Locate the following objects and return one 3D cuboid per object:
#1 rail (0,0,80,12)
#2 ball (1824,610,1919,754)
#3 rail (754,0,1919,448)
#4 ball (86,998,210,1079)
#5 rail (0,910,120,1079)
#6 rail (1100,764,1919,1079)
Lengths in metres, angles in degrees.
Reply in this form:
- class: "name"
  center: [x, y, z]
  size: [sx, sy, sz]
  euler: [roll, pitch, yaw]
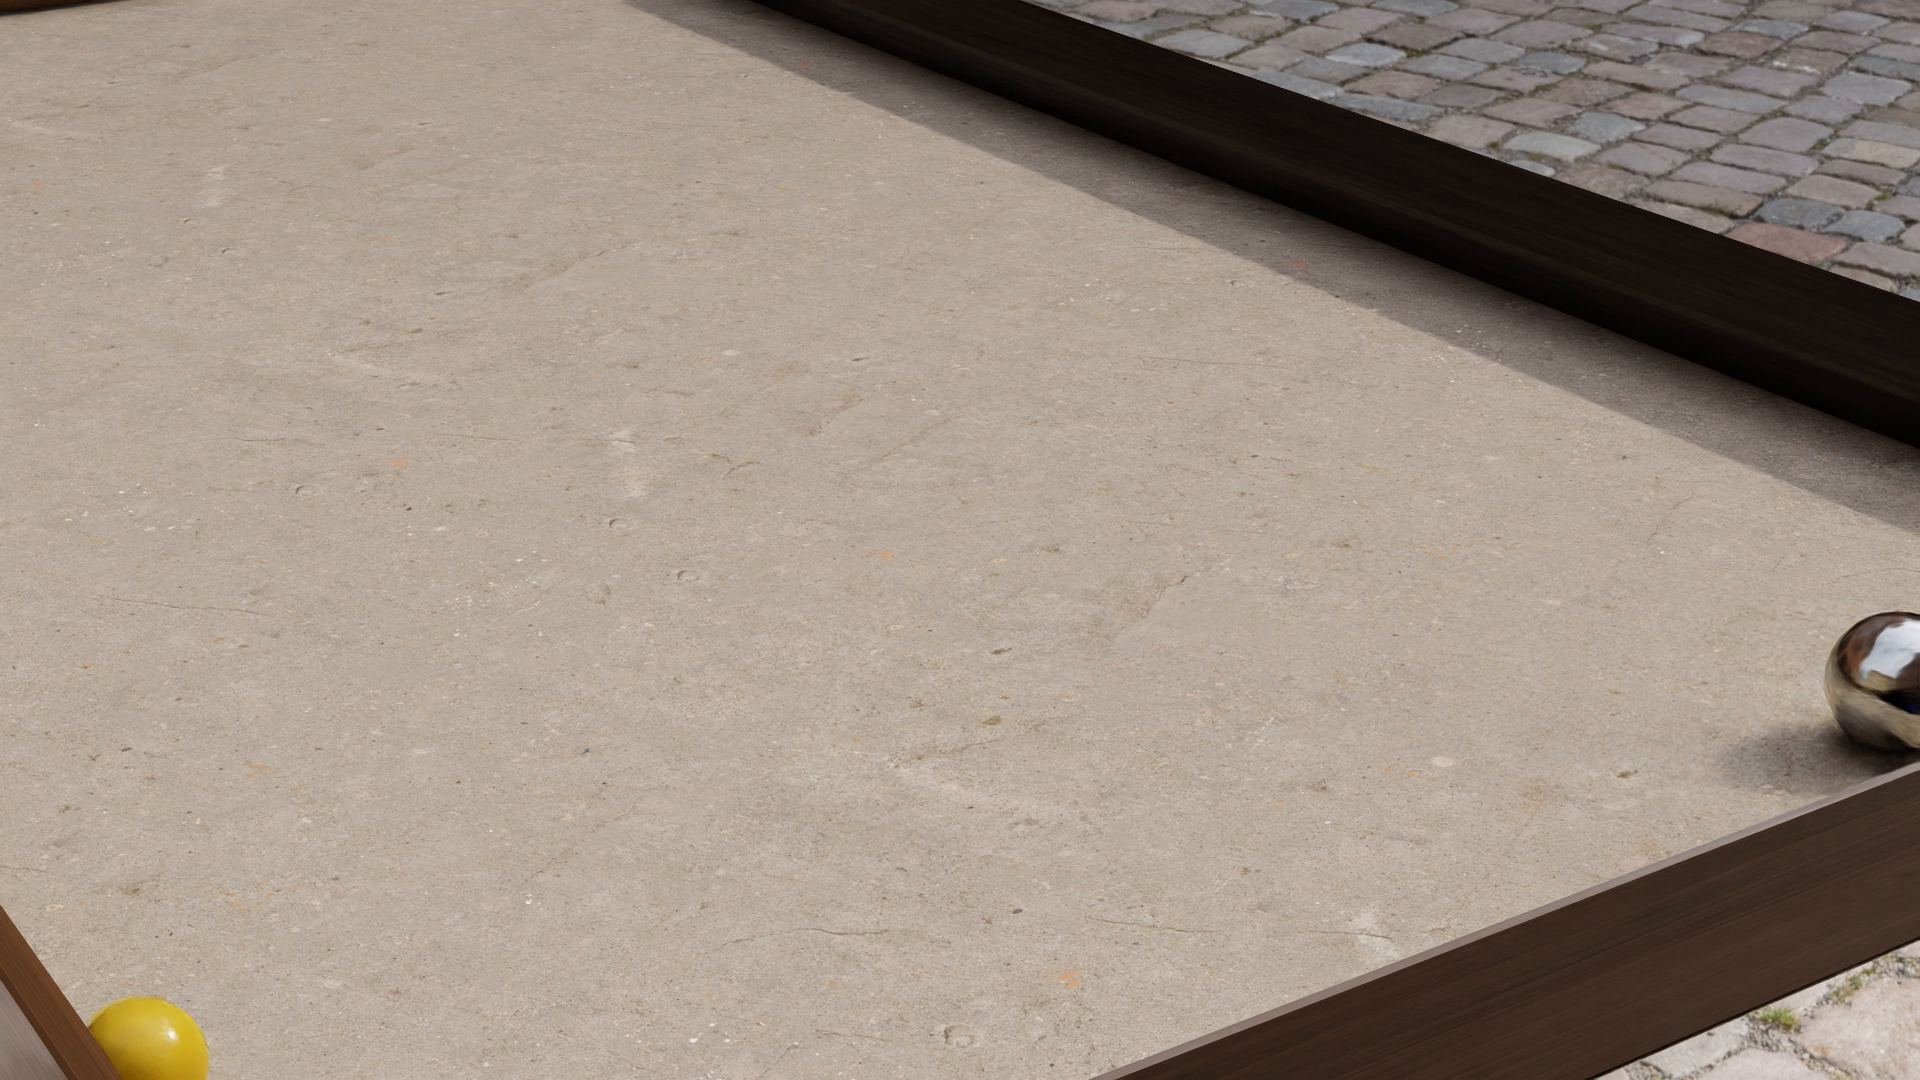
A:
- class: "rail"
  center: [-1.276, -0.795, 4.061]
  size: [1.708, 0.127, 0.045]
  euler: [-15, 27, -30]
- class: "ball"
  center: [0.647, 0.098, 2.031]
  size: [0.098, 0.098, 0.098]
  euler: [0, 23, 0]
- class: "rail"
  center: [0.263, -0.468, 3.303]
  size: [0.045, 0.127, 3.122]
  euler: [-15, 27, -30]
- class: "ball"
  center: [-0.451, 0.289, 1.622]
  size: [0.072, 0.072, 0.072]
  euler: [0, 23, 0]
- class: "rail"
  center: [-1.123, -0.106, 2.463]
  size: [0.045, 0.127, 3.122]
  euler: [-15, 27, -30]
- class: "rail"
  center: [0.417, 0.222, 1.705]
  size: [1.708, 0.127, 0.045]
  euler: [-15, 27, -30]
